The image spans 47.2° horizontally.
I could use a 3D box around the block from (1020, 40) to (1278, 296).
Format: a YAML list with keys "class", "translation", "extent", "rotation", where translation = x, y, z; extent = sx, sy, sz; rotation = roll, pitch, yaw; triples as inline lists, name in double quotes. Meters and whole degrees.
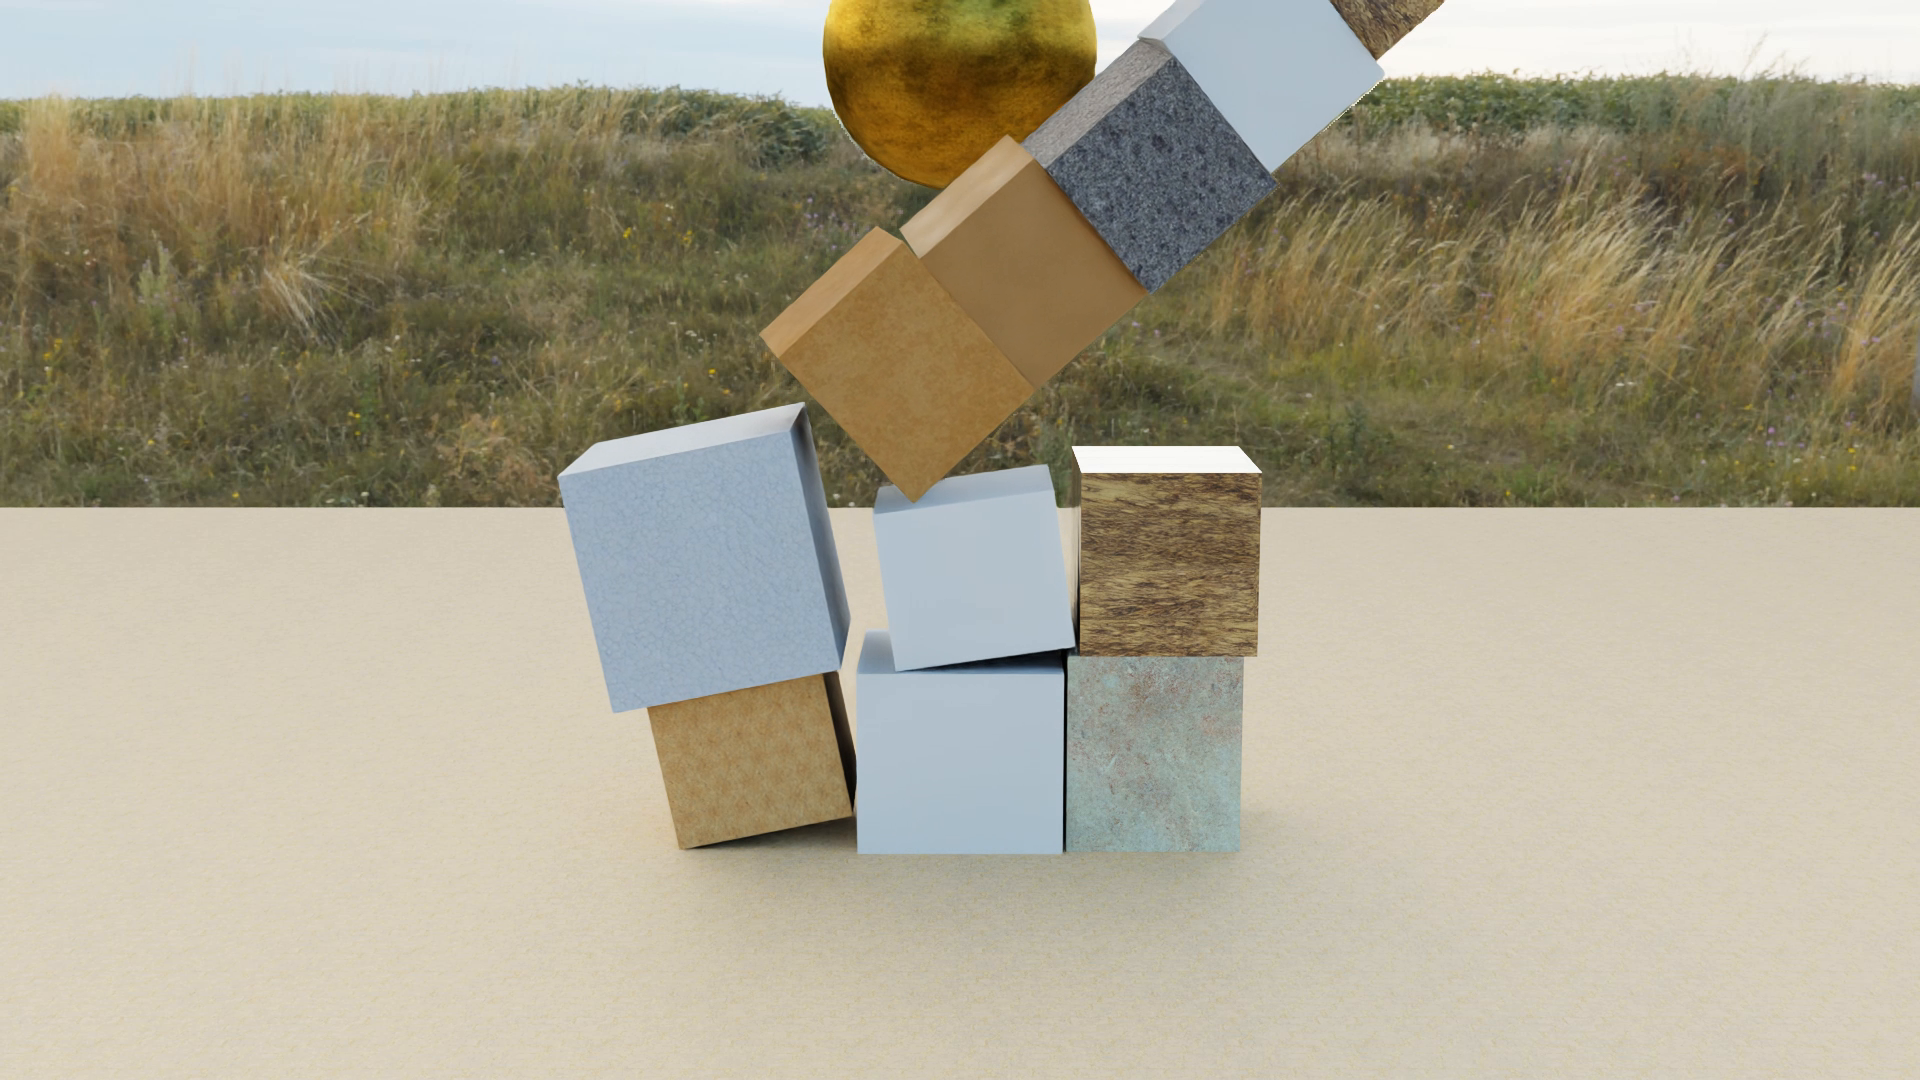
- class: "block"
  translation: [0.918, -1.864, 10.929]
  extent: [0.809, 0.824, 0.773]
  rotation: [-41, 19, 6]

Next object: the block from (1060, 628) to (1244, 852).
- class: "block"
  translation: [0.964, 0.981, 11.375]
  extent: [0.866, 1.000, 0.949]
  rotation: [0, 10, 0]

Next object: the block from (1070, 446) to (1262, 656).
- class: "block"
  translation: [1.026, 0.041, 11.192]
  extent: [0.874, 0.916, 0.924]
  rotation: [0, 10, 0]

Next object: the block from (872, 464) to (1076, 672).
- class: "block"
  translation: [0.071, 0.125, 11.198]
  extent: [0.894, 0.791, 0.871]
  rotation: [-8, 10, 2]

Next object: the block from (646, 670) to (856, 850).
- class: "block"
  translation: [-1.053, 1.011, 11.372]
  extent: [0.888, 0.784, 0.866]
  rotation: [-11, 10, 1]

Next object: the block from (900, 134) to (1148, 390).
- class: "block"
  translation: [0.307, -1.404, 11.048]
  extent: [0.733, 0.887, 0.784]
  rotation: [-41, 20, 6]

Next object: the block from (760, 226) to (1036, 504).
- class: "block"
  translation: [-0.333, -0.900, 11.113]
  extent: [0.823, 0.995, 0.850]
  rotation: [-43, 17, 1]

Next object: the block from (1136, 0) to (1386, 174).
- class: "block"
  translation: [1.467, -2.397, 10.853]
  extent: [0.721, 0.834, 0.798]
  rotation: [-41, 14, 6]

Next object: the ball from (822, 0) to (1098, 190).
- class: "ball"
  translation: [0.000, -2.832, 12.774]
  extent: [1.600, 1.600, 1.600]
  rotation: [0, 10, 0]

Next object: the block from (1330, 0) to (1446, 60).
- class: "block"
  translation: [2.046, -2.914, 10.709]
  extent: [0.851, 0.771, 0.693]
  rotation: [-40, 10, 6]

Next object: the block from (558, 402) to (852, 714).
- class: "block"
  translation: [-1.258, 0.059, 11.191]
  extent: [1.138, 1.196, 1.160]
  rotation: [-11, 10, 2]

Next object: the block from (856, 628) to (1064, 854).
- class: "block"
  translation: [0.004, 1.021, 11.378]
  extent: [1.021, 0.920, 1.021]
  rotation: [0, 10, 0]
